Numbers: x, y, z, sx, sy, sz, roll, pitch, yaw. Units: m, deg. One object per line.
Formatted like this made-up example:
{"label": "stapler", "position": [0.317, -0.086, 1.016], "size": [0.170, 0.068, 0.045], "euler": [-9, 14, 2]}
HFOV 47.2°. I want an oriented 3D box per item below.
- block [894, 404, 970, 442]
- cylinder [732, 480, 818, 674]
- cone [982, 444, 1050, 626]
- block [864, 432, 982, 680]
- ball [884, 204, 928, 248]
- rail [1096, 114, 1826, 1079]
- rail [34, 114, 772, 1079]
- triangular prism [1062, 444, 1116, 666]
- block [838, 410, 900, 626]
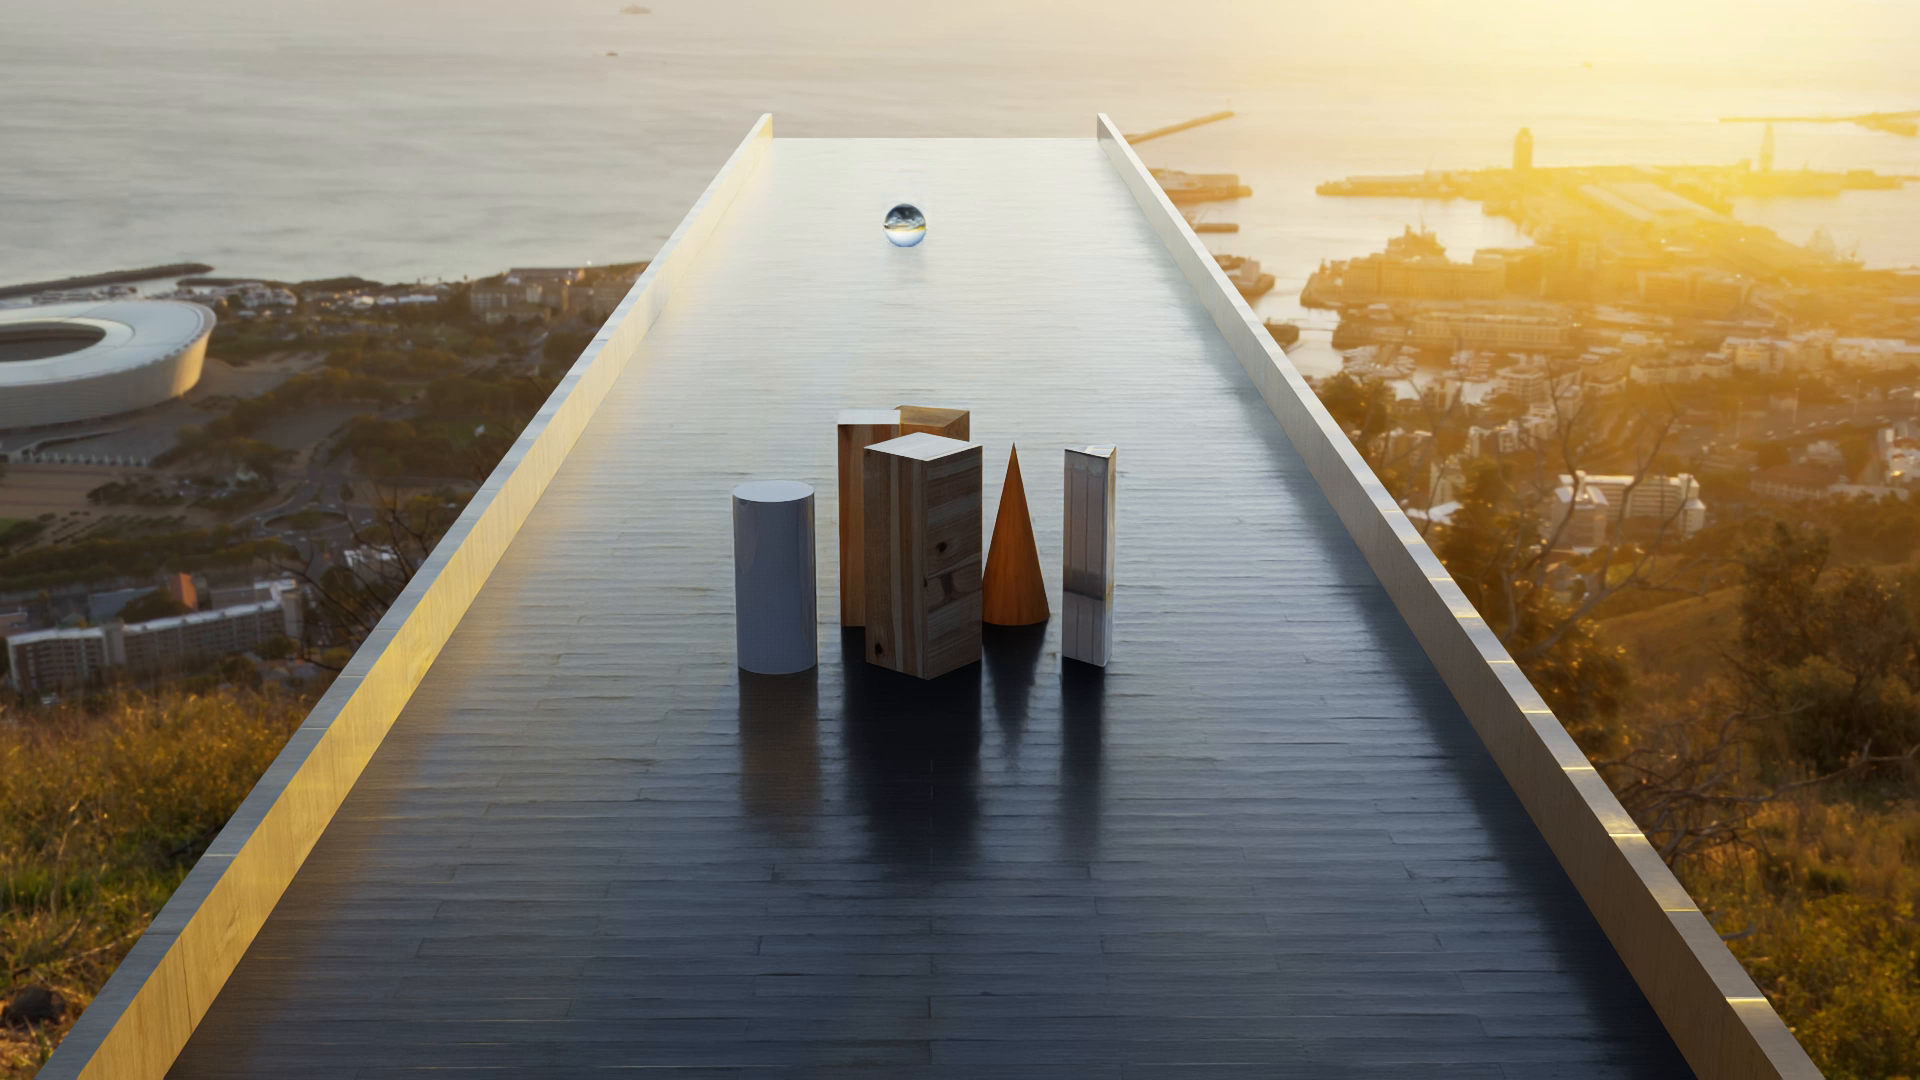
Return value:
{"label": "block", "position": [-0.084, -0.097, 4.904], "size": [0.165, 0.370, 0.165], "euler": [6, 18, 19]}
{"label": "cylinder", "position": [-0.366, 0.073, 4.363], "size": [0.161, 0.353, 0.161], "euler": [0, 17, 0]}
{"label": "cone", "position": [0.112, -0.026, 4.644], "size": [0.160, 0.382, 0.160], "euler": [0, 17, 0]}
{"label": "block", "position": [-0.072, 0.029, 4.353], "size": [0.165, 0.443, 0.165], "euler": [13, 21, 38]}
{"label": "ball", "position": [-0.234, -1.347, 9.424], "size": [0.189, 0.189, 0.189], "euler": [0, 17, 0]}
{"label": "rail", "position": [0.932, -0.844, 7.801], "size": [0.050, 0.150, 12.000], "euler": [0, 17, -1]}
{"label": "rail", "position": [-1.118, -0.838, 7.780], "size": [0.050, 0.150, 12.000], "euler": [0, 17, -1]}
{"label": "triangular prism", "position": [0.277, 0.026, 4.385], "size": [0.108, 0.430, 0.093], "euler": [15, 22, 40]}
{"label": "block", "position": [-0.187, -0.046, 4.616], "size": [0.126, 0.436, 0.126], "euler": [0, 17, 0]}
